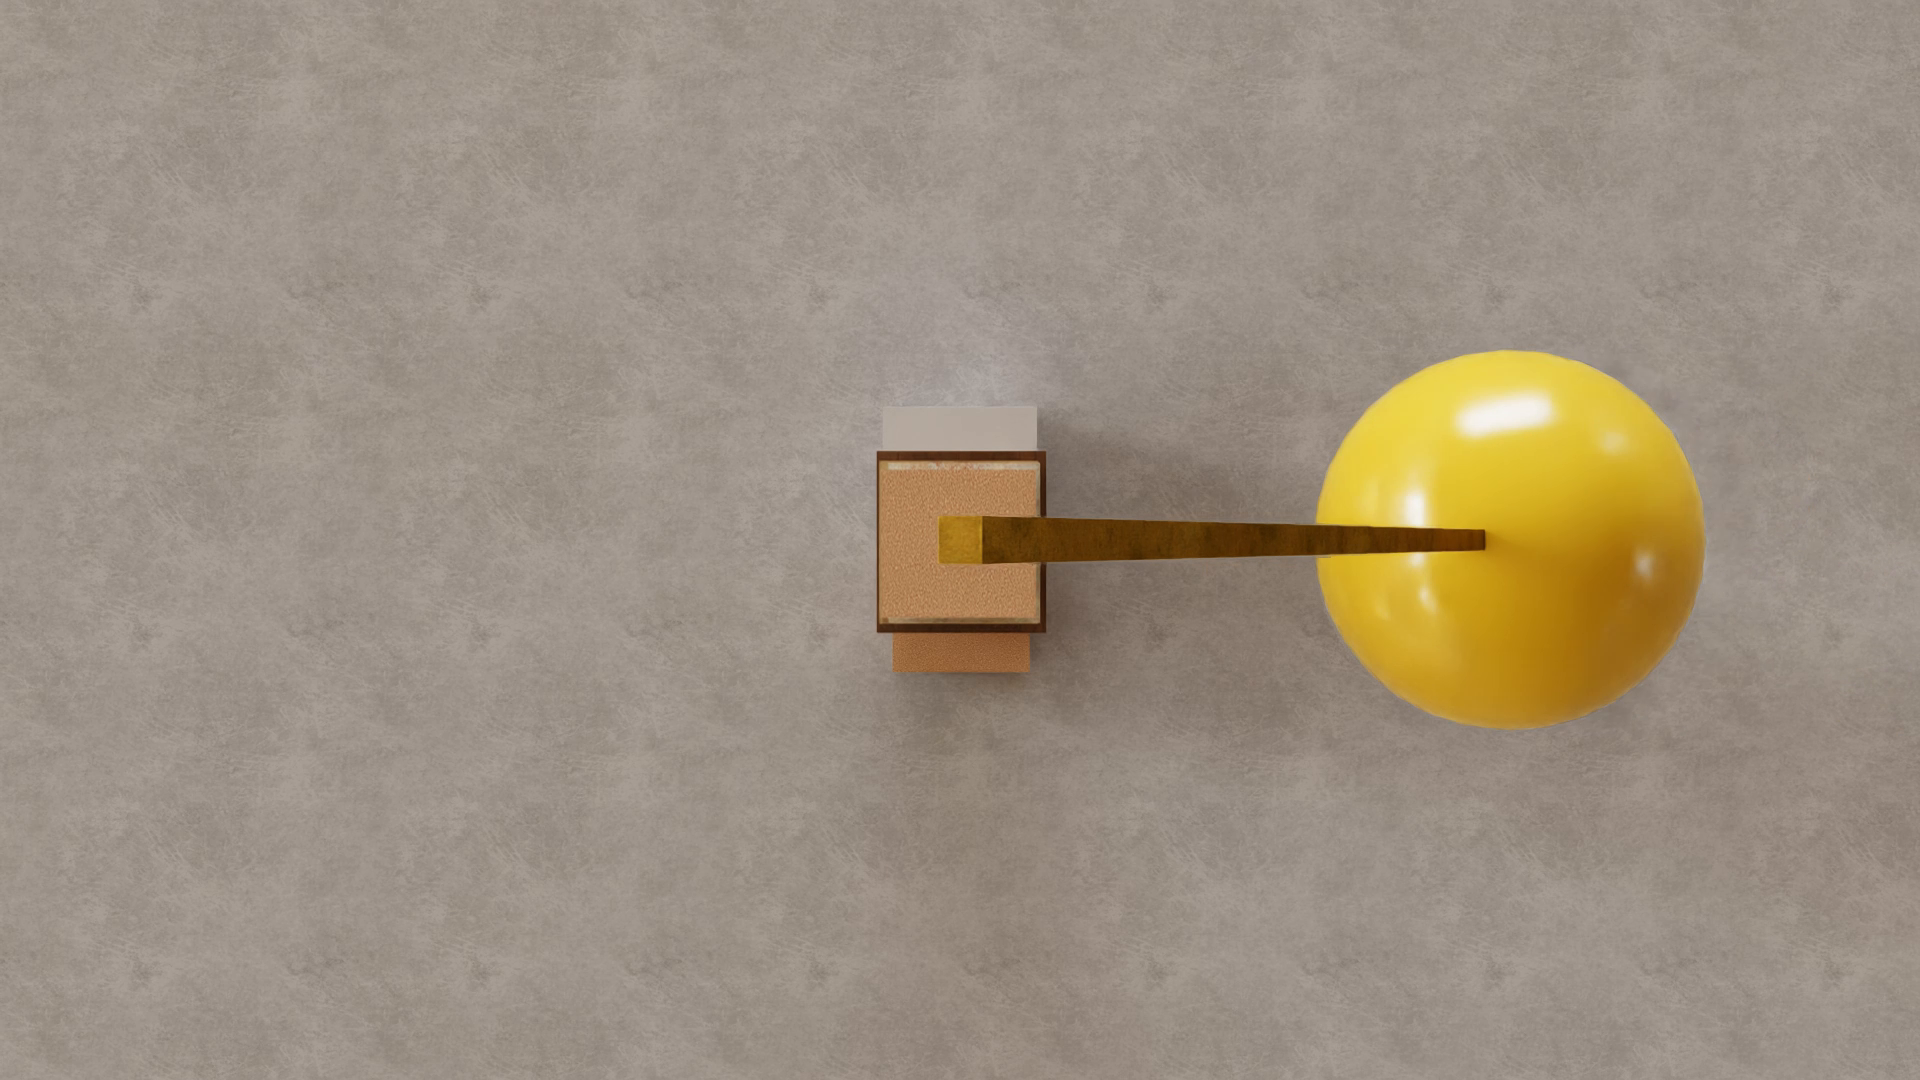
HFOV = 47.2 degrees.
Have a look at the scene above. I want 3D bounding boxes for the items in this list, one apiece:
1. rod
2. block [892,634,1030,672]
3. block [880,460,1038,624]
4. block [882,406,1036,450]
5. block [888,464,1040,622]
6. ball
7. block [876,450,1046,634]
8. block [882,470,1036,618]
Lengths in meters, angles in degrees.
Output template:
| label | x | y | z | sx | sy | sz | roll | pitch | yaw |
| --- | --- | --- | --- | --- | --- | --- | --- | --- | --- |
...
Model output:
| label | x | y | z | sx | sy | sz | roll | pitch | yaw |
| --- | --- | --- | --- | --- | --- | --- | --- | --- | --- |
| rod | 0.994 | 0.000 | 6.105 | 0.080 | 5.200 | 0.080 | 0 | 90 | 22 |
| block | 0.006 | 0.371 | 12.605 | 0.760 | 0.790 | 0.725 | 0 | 90 | 0 |
| block | -0.005 | 0.009 | 8.826 | 0.620 | 0.518 | 0.635 | 0 | 90 | 0 |
| block | -0.001 | -0.368 | 12.559 | 0.849 | 0.882 | 0.732 | 0 | 90 | 0 |
| block | 0.016 | 0.010 | 8.321 | 0.557 | 0.492 | 0.587 | 0 | 90 | 0 |
| ball | 2.295 | 0.000 | 9.246 | 1.600 | 1.600 | 1.600 | 0 | 90 | 0 |
| block | 0.006 | 0.007 | 9.507 | 0.701 | 0.844 | 0.752 | 0 | 90 | 0 |
| block | -0.005 | 0.012 | 7.790 | 0.527 | 0.571 | 0.504 | 0 | 90 | 0 |
